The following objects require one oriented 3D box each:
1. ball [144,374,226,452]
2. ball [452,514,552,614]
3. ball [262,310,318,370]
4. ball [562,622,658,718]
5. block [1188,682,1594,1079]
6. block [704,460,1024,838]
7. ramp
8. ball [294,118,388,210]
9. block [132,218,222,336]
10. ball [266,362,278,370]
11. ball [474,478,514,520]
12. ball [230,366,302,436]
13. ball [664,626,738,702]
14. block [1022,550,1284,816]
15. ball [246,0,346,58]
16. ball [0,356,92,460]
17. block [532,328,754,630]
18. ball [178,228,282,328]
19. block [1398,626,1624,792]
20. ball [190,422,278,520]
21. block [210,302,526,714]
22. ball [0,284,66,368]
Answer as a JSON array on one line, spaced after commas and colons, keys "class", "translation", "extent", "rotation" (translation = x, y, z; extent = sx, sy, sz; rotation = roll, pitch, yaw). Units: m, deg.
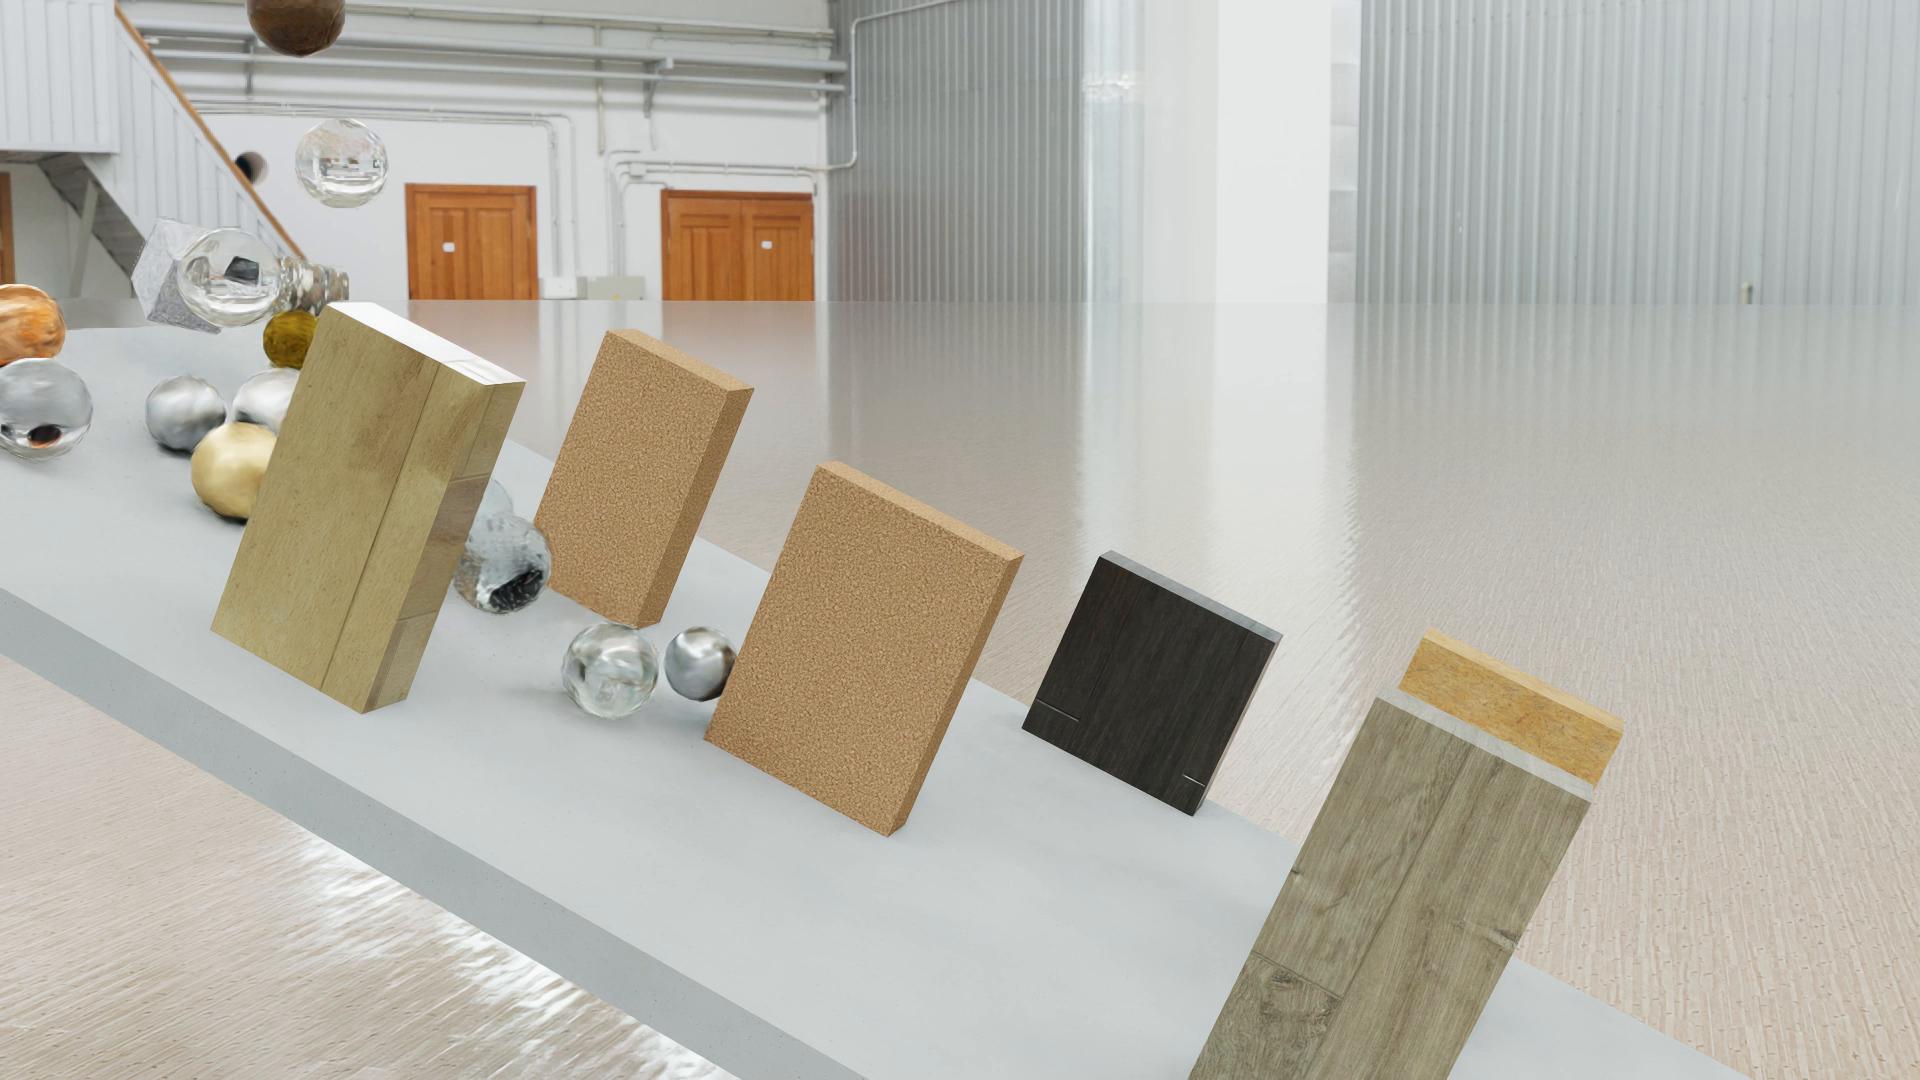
[{"class": "ball", "translation": [-1.532, -0.251, 4.352], "extent": [0.153, 0.153, 0.153], "rotation": [0, 7, 0]}, {"class": "ball", "translation": [-0.881, 0.045, 4.216], "extent": [0.193, 0.193, 0.193], "rotation": [0, 7, 0]}, {"class": "ball", "translation": [-1.373, -0.411, 4.545], "extent": [0.131, 0.131, 0.131], "rotation": [0, 7, 0]}, {"class": "ball", "translation": [-0.629, 0.234, 3.954], "extent": [0.172, 0.172, 0.172], "rotation": [0, 7, 0]}, {"class": "block", "translation": [0.661, 0.626, 3.432], "extent": [0.349, 0.715, 0.122], "rotation": [27, 13, 13]}, {"class": "block", "translation": [-0.179, 0.197, 4.011], "extent": [0.393, 0.563, 0.104], "rotation": [27, 13, 13]}, {"class": "ramp", "translation": [-0.279, 0.482, 4.179], "extent": [4.000, 0.100, 2.000], "rotation": [27, 13, 13]}, {"class": "ball", "translation": [-1.230, -0.750, 4.375], "extent": [0.181, 0.181, 0.181], "rotation": [0, 7, 0]}, {"class": "block", "translation": [-1.684, -0.575, 4.801], "extent": [0.162, 0.162, 0.162], "rotation": [11, 33, -42]}, {"class": "ball", "translation": [-1.460, -0.346, 4.855], "extent": [0.149, 0.149, 0.149], "rotation": [0, 7, 0]}, {"class": "ball", "translation": [-0.990, -0.050, 4.451], "extent": [0.171, 0.171, 0.171], "rotation": [0, 7, 0]}, {"class": "ball", "translation": [-1.381, -0.250, 4.491], "extent": [0.206, 0.206, 0.206], "rotation": [0, 7, 0]}, {"class": "ball", "translation": [-0.481, 0.230, 4.091], "extent": [0.140, 0.140, 0.140], "rotation": [0, 7, 0]}, {"class": "block", "translation": [0.423, 0.314, 4.867], "extent": [0.427, 0.433, 0.115], "rotation": [27, 13, 13]}, {"class": "ball", "translation": [-1.255, -1.005, 4.157], "extent": [0.181, 0.181, 0.181], "rotation": [0, 7, 0]}, {"class": "ball", "translation": [-1.672, -0.238, 3.986], "extent": [0.187, 0.187, 0.187], "rotation": [0, 7, 0]}, {"class": "block", "translation": [-0.666, -0.124, 4.490], "extent": [0.289, 0.538, 0.132], "rotation": [27, 13, 13]}, {"class": "ball", "translation": [-1.430, -0.513, 4.309], "extent": [0.194, 0.194, 0.194], "rotation": [0, 7, 0]}, {"class": "block", "translation": [0.930, 0.564, 4.216], "extent": [0.400, 0.678, 0.134], "rotation": [27, 13, 13]}, {"class": "ball", "translation": [-1.349, -0.130, 4.128], "extent": [0.182, 0.182, 0.182], "rotation": [0, 7, 0]}, {"class": "block", "translation": [-0.969, -0.054, 3.591], "extent": [0.308, 0.587, 0.136], "rotation": [27, 13, 13]}, {"class": "ball", "translation": [-1.876, -0.422, 4.382], "extent": [0.177, 0.177, 0.177], "rotation": [0, 7, 0]}]
